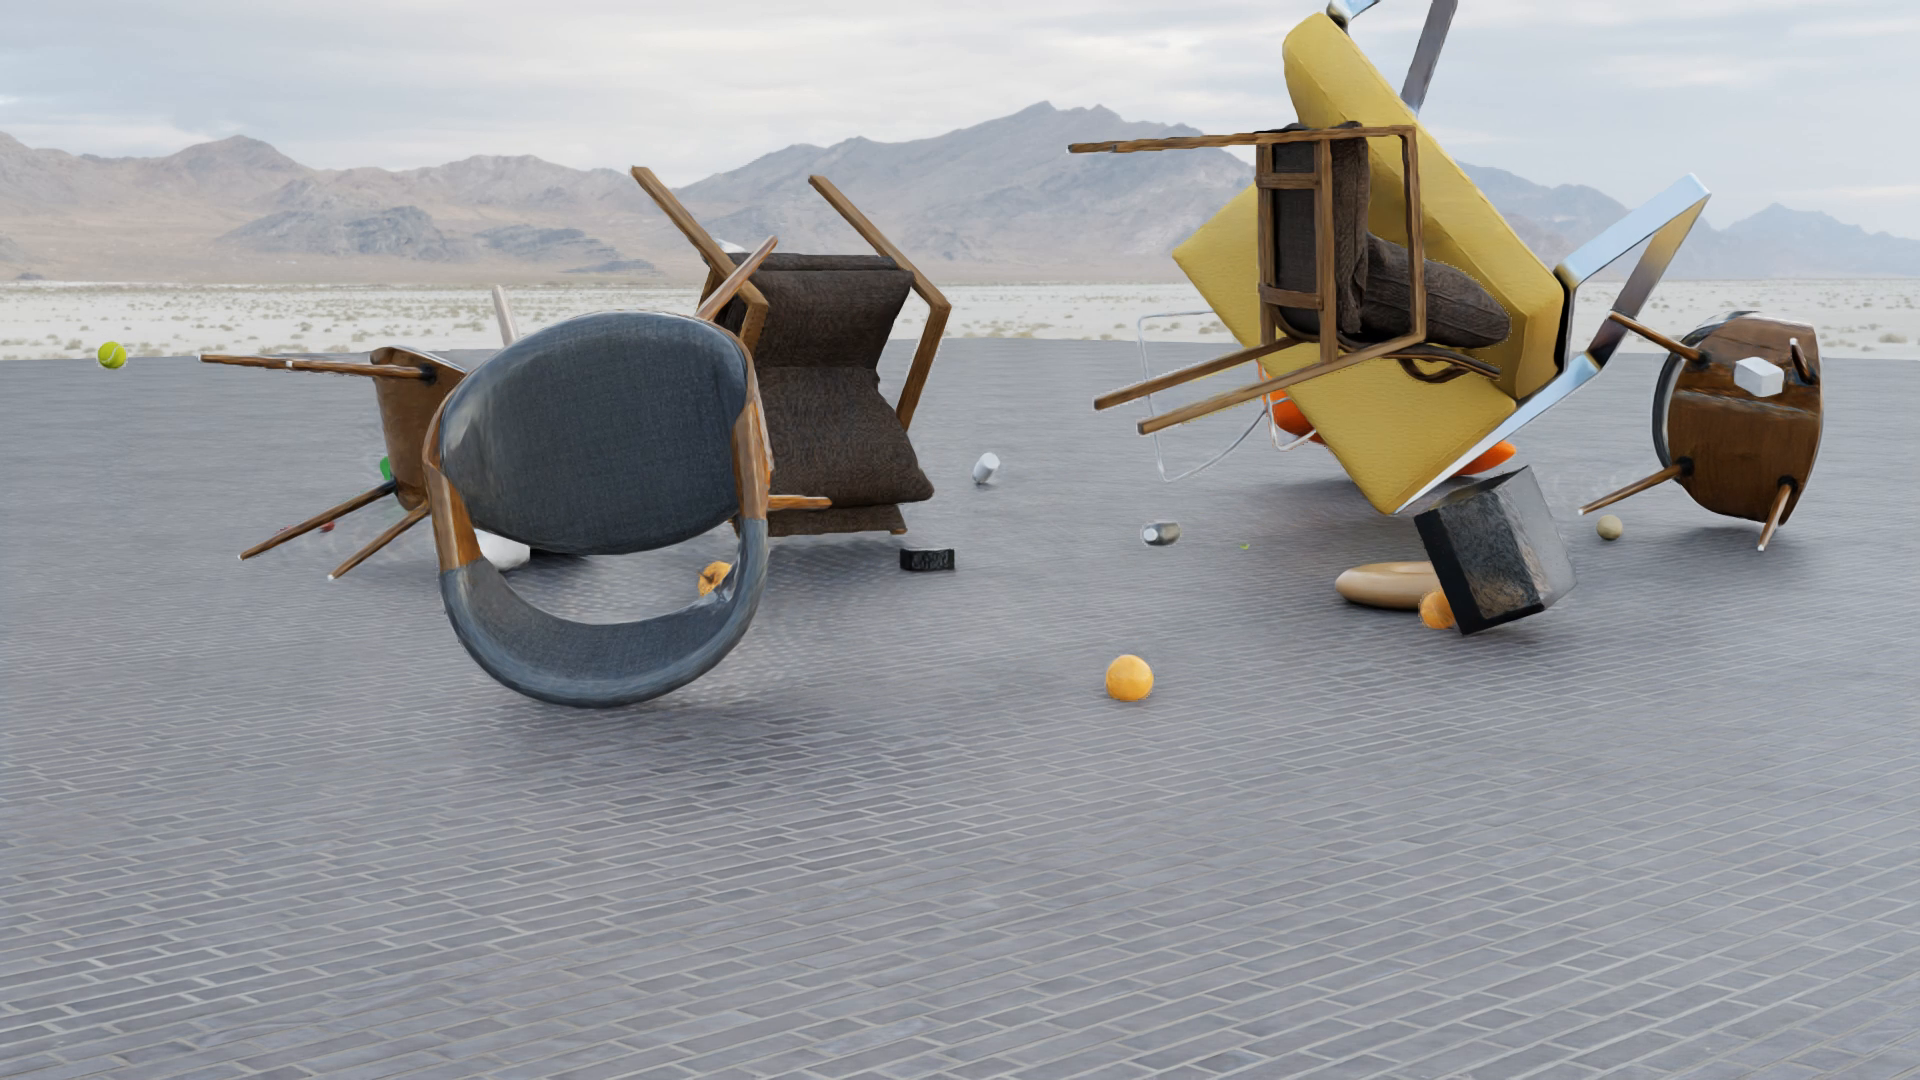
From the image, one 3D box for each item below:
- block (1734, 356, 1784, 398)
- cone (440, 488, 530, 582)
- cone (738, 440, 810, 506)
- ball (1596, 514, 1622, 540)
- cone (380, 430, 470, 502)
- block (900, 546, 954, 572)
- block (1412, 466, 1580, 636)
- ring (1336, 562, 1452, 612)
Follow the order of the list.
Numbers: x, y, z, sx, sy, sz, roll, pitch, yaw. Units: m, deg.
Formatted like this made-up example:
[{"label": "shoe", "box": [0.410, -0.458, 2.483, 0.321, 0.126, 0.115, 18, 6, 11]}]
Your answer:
[{"label": "block", "box": [1.602, -0.327, 5.147, 0.054, 0.048, 0.080, -14, 30, -21]}, {"label": "cone", "box": [-1.090, 0.033, 5.637, 0.158, 0.238, 0.234, -43, 10, 32]}, {"label": "cone", "box": [-0.508, -0.151, 7.428, 0.215, 0.204, 0.140, 34, 9, 31]}, {"label": "ball", "box": [1.621, -0.031, 6.404, 0.064, 0.064, 0.064, 0, 6, 0]}, {"label": "cone", "box": [-1.522, -0.250, 7.498, 0.251, 0.159, 0.256, 12, 45, 41]}, {"label": "block", "box": [-0.072, 0.042, 5.782, 0.105, 0.045, 0.066, -2, 6, -23]}, {"label": "block", "box": [0.985, 0.019, 4.712, 0.172, 0.238, 0.171, -21, 3, 38]}, {"label": "ring", "box": [0.960, 0.092, 5.164, 0.407, 0.075, 0.349, 0, 5, 9]}]
